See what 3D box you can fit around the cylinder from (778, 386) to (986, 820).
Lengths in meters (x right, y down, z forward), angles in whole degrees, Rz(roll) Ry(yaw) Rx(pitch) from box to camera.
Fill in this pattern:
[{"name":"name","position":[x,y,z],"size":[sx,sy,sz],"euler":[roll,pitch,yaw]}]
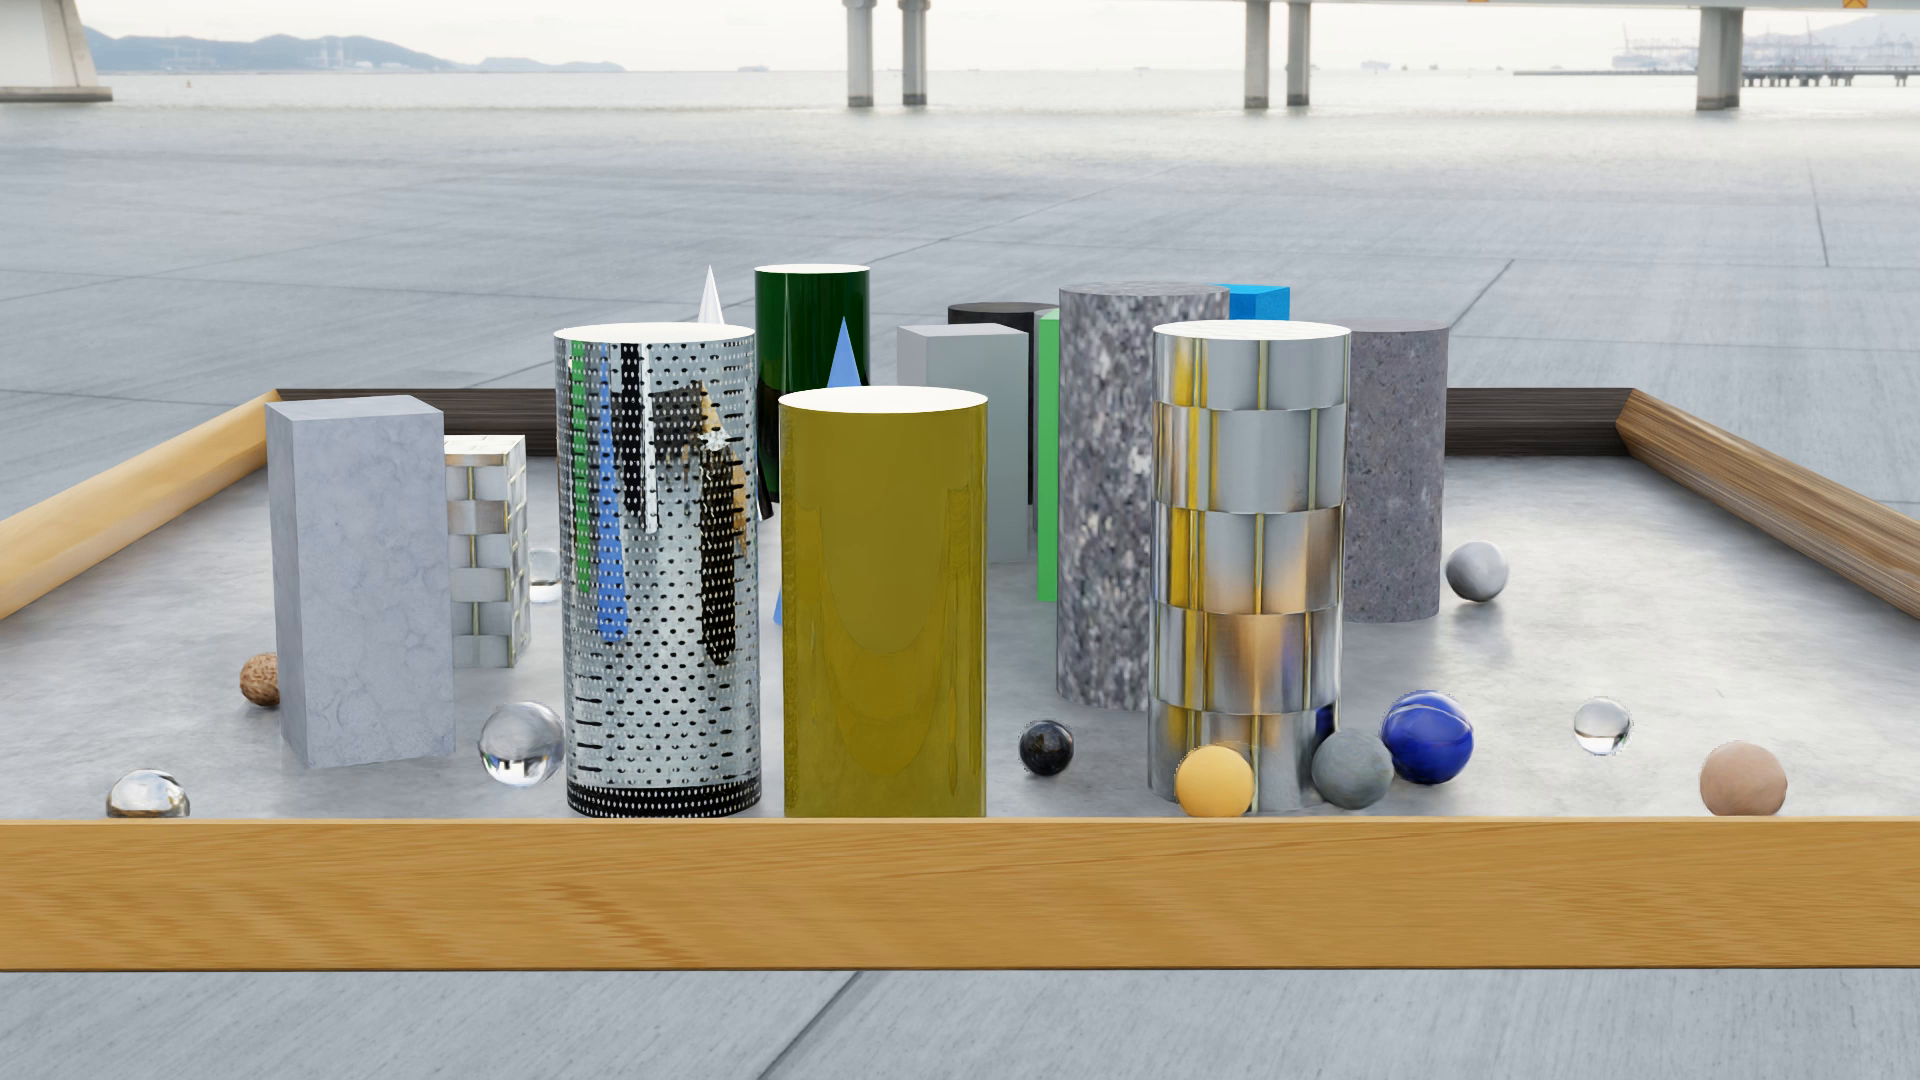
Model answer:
[{"name":"cylinder","position":[-0.072,0.074,2.433],"size":[0.195,0.418,0.195],"euler":[0,11,0]}]

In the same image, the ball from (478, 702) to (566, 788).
[{"name":"ball","position":[-0.446,0.209,2.612],"size":[0.088,0.088,0.088],"euler":[0,11,0]}]

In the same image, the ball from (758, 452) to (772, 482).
[{"name":"ball","position":[-0.360,-0.122,4.459],"size":[0.064,0.064,0.064],"euler":[0,11,0]}]

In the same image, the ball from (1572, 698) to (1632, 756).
[{"name":"ball","position":[0.685,0.199,2.737],"size":[0.061,0.061,0.061],"euler":[0,11,0]}]

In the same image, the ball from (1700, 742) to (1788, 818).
[{"name":"ball","position":[0.757,0.236,2.480],"size":[0.081,0.081,0.081],"euler":[0,11,0]}]

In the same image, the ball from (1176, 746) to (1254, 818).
[{"name":"ball","position":[0.248,0.238,2.487],"size":[0.076,0.076,0.076],"euler":[0,11,0]}]

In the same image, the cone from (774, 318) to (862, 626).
[{"name":"cone","position":[-0.152,-0.095,3.383],"size":[0.195,0.403,0.195],"euler":[0,11,0]}]

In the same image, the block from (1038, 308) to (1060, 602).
[{"name":"block","position":[0.198,-0.118,3.552],"size":[0.156,0.388,0.156],"euler":[2,11,10]}]

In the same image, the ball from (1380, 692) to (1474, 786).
[{"name":"ball","position":[0.478,0.203,2.622],"size":[0.095,0.095,0.095],"euler":[0,11,0]}]

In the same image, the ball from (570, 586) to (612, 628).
[{"name":"ball","position":[-0.482,0.088,3.355],"size":[0.055,0.055,0.055],"euler":[0,11,0]}]

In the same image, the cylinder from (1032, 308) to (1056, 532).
[{"name":"cylinder","position":[0.213,-0.186,4.041],"size":[0.195,0.343,0.195],"euler":[0,11,0]}]

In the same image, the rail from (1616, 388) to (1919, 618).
[{"name":"rail","position":[1.252,0.031,3.456],"size":[0.045,0.127,2.793],"euler":[0,11,0]}]

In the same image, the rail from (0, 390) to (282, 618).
[{"name":"rail","position":[-1.252,0.034,3.442],"size":[0.045,0.127,2.793],"euler":[0,11,0]}]

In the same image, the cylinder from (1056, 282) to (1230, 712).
[{"name":"cylinder","position":[0.211,-0.055,2.978],"size":[0.195,0.473,0.195],"euler":[0,11,0]}]

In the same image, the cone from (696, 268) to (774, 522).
[{"name":"cone","position":[-0.402,-0.242,4.161],"size":[0.195,0.409,0.195],"euler":[0,11,0]}]

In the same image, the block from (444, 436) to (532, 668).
[{"name":"block","position":[-0.625,0.012,3.184],"size":[0.156,0.265,0.156],"euler":[0,11,-1]}]

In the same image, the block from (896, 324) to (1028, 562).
[{"name":"block","position":[0.003,-0.146,3.835],"size":[0.156,0.338,0.156],"euler":[-3,11,-17]}]

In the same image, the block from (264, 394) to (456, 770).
[{"name":"block","position":[-0.643,0.040,2.751],"size":[0.156,0.368,0.156],"euler":[-5,12,-25]}]

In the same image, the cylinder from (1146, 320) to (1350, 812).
[{"name":"cylinder","position":[0.288,0.021,2.581],"size":[0.195,0.467,0.195],"euler":[0,11,0]}]

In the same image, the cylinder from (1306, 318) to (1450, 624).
[{"name":"cylinder","position":[0.551,-0.097,3.447],"size":[0.195,0.385,0.195],"euler":[0,11,0]}]

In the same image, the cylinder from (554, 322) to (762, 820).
[{"name":"cylinder","position":[-0.297,0.028,2.543],"size":[0.195,0.468,0.195],"euler":[0,11,0]}]

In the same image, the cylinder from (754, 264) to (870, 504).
[{"name":"cylinder","position":[-0.249,-0.267,4.352],"size":[0.195,0.387,0.195],"euler":[0,11,0]}]

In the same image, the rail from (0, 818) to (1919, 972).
[{"name":"rail","position":[0.008,0.283,2.099],"size":[2.551,0.127,0.045],"euler":[0,11,0]}]

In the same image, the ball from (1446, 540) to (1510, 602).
[{"name":"ball","position":[0.709,0.042,3.514],"size":[0.086,0.086,0.086],"euler":[0,11,0]}]

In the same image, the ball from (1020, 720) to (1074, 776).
[{"name":"ball","position":[0.090,0.215,2.658],"size":[0.058,0.058,0.058],"euler":[0,11,0]}]

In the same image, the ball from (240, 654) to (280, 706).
[{"name":"ball","position":[-0.795,0.161,2.944],"size":[0.061,0.061,0.061],"euler":[0,11,0]}]

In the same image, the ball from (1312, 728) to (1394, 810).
[{"name":"ball","position":[0.385,0.225,2.520],"size":[0.080,0.080,0.080],"euler":[0,11,0]}]

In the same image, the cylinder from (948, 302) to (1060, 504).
[{"name":"cylinder","position":[0.077,-0.234,4.355],"size":[0.195,0.323,0.195],"euler":[0,11,0]}]

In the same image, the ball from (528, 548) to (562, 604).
[{"name":"ball","position":[-0.572,0.048,3.507],"size":[0.077,0.077,0.077],"euler":[0,11,0]}]

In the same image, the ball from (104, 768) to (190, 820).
[{"name":"ball","position":[-0.762,0.253,2.407],"size":[0.076,0.076,0.076],"euler":[0,11,0]}]

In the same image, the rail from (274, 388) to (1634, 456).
[{"name":"rail","position":[-0.008,-0.218,4.799],"size":[2.551,0.127,0.045],"euler":[0,11,0]}]

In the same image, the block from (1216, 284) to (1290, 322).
[{"name":"block","position":[0.436,-0.228,4.203],"size":[0.156,0.367,0.156],"euler":[5,12,27]}]

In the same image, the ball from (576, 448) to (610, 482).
[{"name":"ball","position":[-0.646,-0.131,4.517],"size":[0.060,0.060,0.060],"euler":[0,11,0]}]
